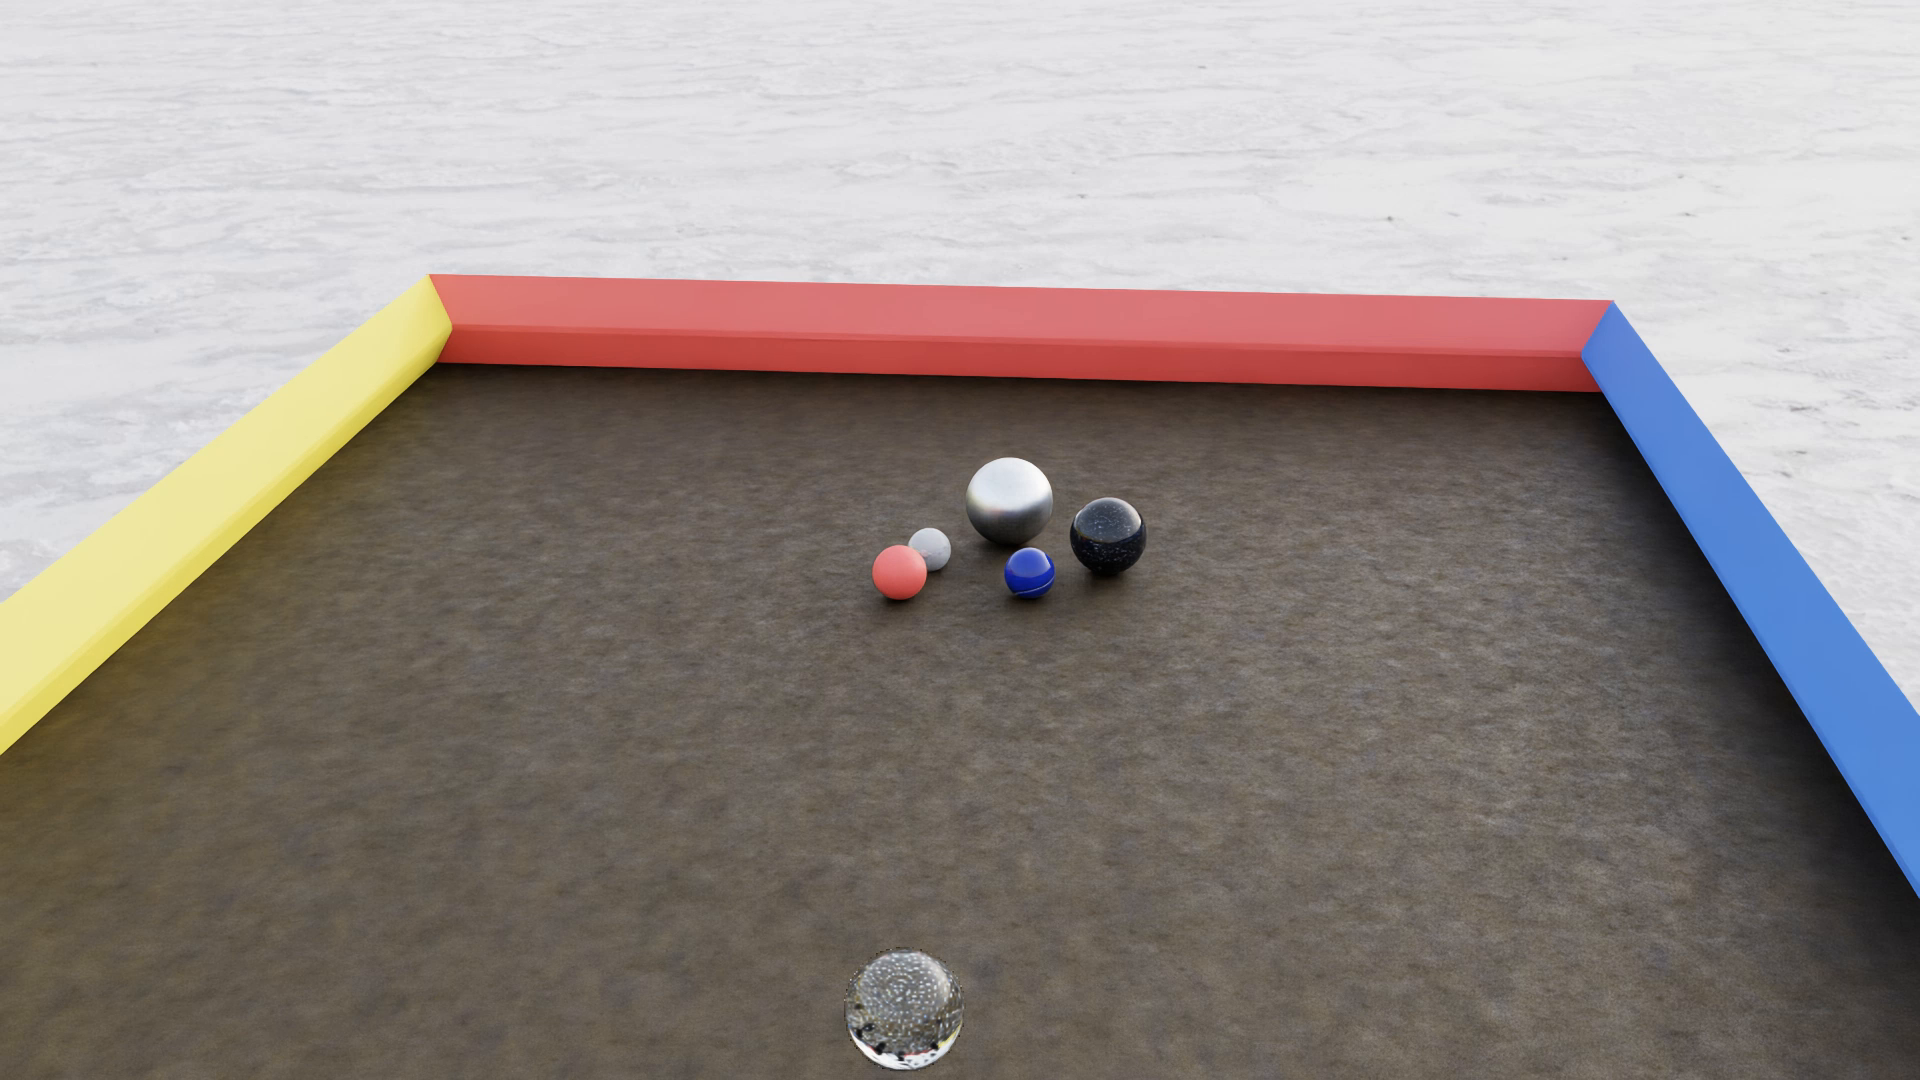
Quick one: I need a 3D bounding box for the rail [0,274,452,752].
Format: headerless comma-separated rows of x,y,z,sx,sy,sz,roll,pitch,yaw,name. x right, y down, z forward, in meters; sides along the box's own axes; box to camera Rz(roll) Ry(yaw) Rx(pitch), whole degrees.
-0.875,0.211,1.787,0.045,0.130,2.993,2,21,5,rail

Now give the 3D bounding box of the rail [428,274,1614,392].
0.064,-0.287,3.090,1.670,0.130,0.045,2,21,5,rail

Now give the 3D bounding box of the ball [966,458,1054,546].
0.056,-0.044,2.499,0.100,0.100,0.100,0,21,0,ball

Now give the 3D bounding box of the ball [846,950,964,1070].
-0.039,0.330,1.545,0.083,0.083,0.083,0,21,0,ball

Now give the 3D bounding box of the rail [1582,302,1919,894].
0.742,0.262,1.652,0.045,0.130,2.993,2,21,5,rail

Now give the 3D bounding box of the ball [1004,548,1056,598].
0.075,0.035,2.354,0.055,0.055,0.055,0,21,0,ball

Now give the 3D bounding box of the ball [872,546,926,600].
-0.065,0.035,2.351,0.059,0.059,0.059,0,21,0,ball

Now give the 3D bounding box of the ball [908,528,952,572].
-0.034,0.011,2.428,0.048,0.048,0.048,0,21,0,ball

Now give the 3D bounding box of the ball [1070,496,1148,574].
0.163,-0.005,2.417,0.085,0.085,0.085,0,21,0,ball
